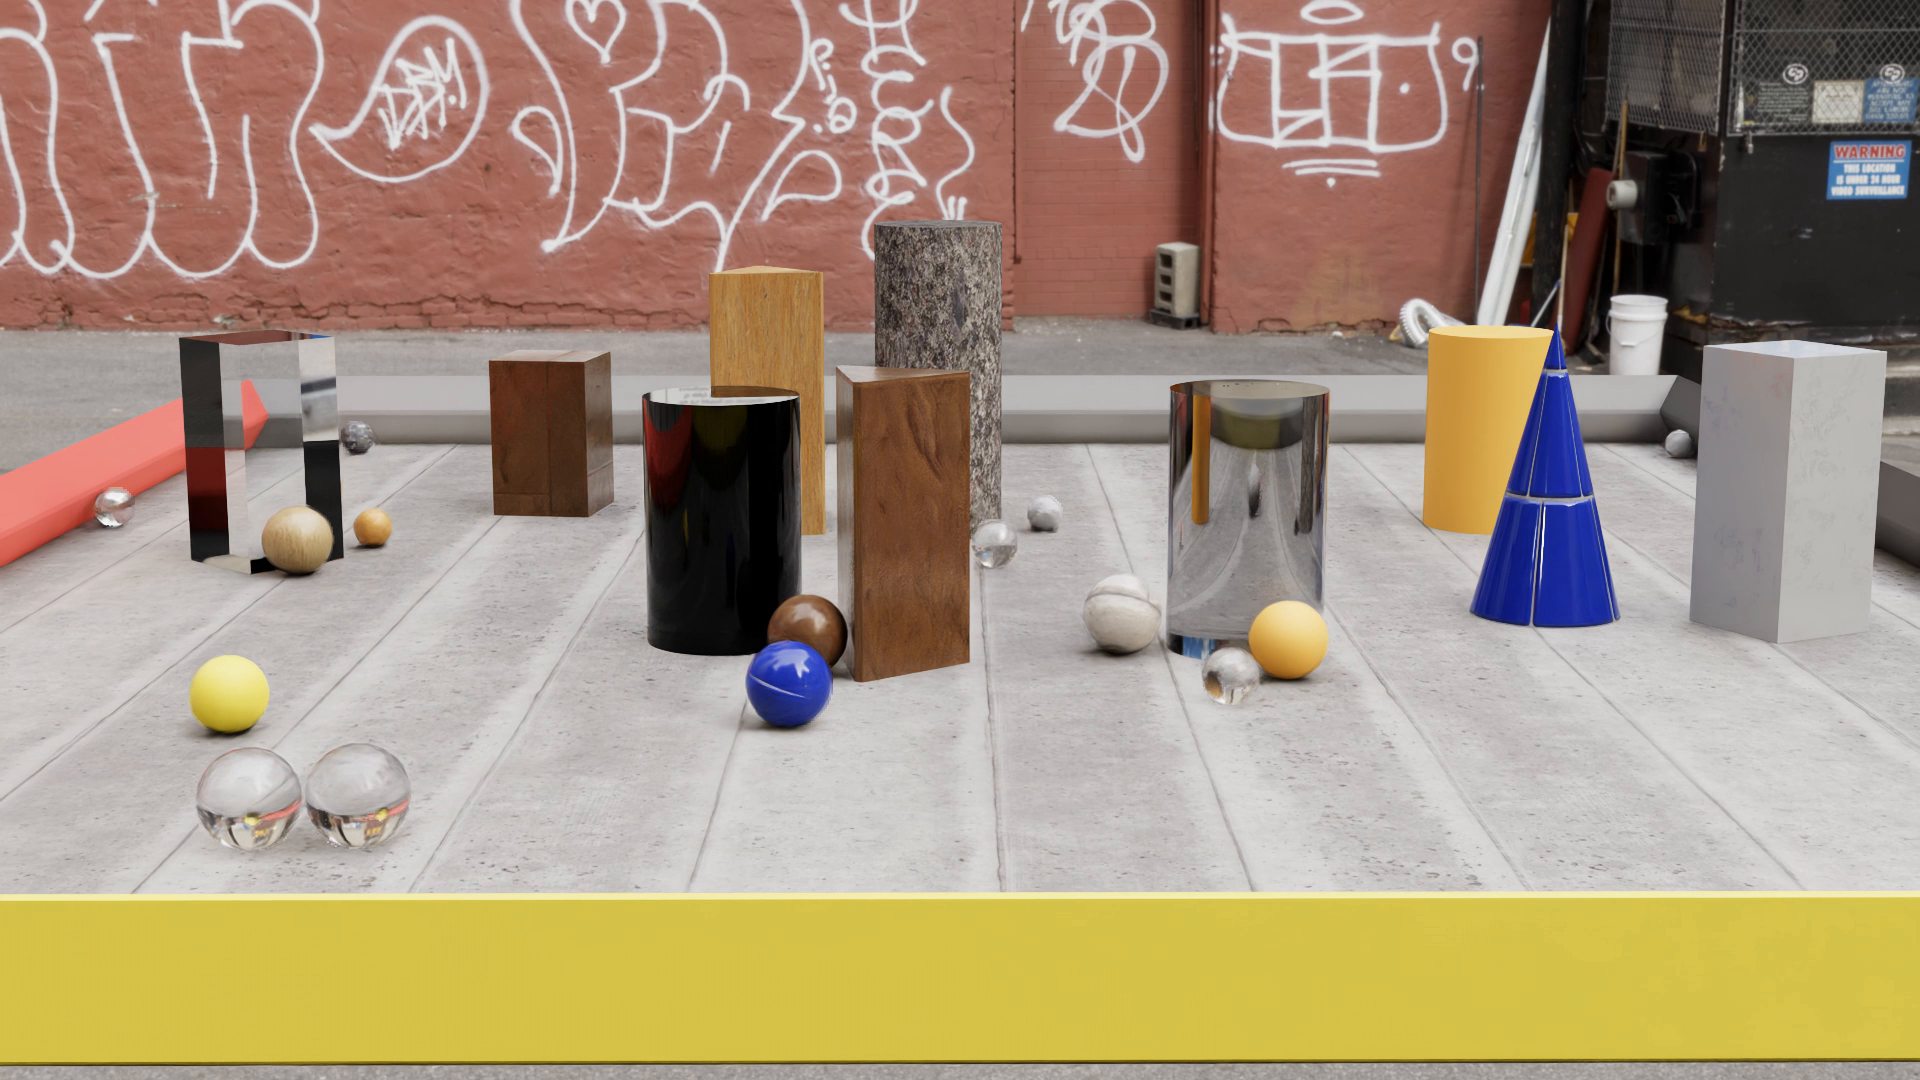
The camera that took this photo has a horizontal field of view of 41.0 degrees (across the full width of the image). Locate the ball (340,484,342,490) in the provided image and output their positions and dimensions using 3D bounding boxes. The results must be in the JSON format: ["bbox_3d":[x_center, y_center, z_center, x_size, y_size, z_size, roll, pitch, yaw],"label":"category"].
[{"bbox_3d":[-1.068,-0.088,4.292,0.064,0.064,0.064,0,10,0],"label":"ball"}]

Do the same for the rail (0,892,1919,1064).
[{"bbox_3d":[0.009,0.319,1.906,2.825,0.130,0.045,0,10,0],"label":"rail"}]

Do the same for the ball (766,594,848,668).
[{"bbox_3d":[-0.185,0.115,3.101,0.098,0.098,0.098,0,10,0],"label":"ball"}]

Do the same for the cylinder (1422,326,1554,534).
[{"bbox_3d":[0.847,-0.179,4.105,0.200,0.310,0.200,0,10,0],"label":"cylinder"}]

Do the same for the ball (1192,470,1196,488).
[{"bbox_3d":[0.424,-0.102,4.383,0.057,0.057,0.057,0,10,0],"label":"ball"}]

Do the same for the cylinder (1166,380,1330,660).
[{"bbox_3d":[0.362,-0.027,3.233,0.200,0.329,0.200,0,10,0],"label":"cylinder"}]

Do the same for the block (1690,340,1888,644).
[{"bbox_3d":[1.078,-0.067,3.347,0.160,0.366,0.160,-5,12,-27],"label":"block"}]

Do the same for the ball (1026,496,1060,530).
[{"bbox_3d":[0.133,-0.042,4.071,0.054,0.054,0.054,0,10,0],"label":"ball"}]

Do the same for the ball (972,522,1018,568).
[{"bbox_3d":[0.051,0.006,3.770,0.068,0.068,0.068,0,10,0],"label":"ball"}]

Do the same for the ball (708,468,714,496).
[{"bbox_3d":[-0.386,-0.097,4.313,0.075,0.075,0.075,0,10,0],"label":"ball"}]

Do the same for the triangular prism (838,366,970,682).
[{"bbox_3d":[-0.102,-0.028,3.147,0.173,0.361,0.150,-9,14,-39],"label":"triangular prism"}]

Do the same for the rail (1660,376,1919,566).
[{"bbox_3d":[1.389,0.032,3.457,0.045,0.130,3.185,0,10,0],"label":"rail"}]

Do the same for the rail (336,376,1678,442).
[{"bbox_3d":[-0.009,-0.252,4.991,2.825,0.130,0.045,0,10,0],"label":"rail"}]

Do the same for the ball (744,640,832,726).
[{"bbox_3d":[-0.192,0.160,2.862,0.096,0.096,0.096,0,10,0],"label":"ball"}]

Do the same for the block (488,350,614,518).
[{"bbox_3d":[-0.675,-0.179,4.255,0.160,0.255,0.160,1,11,8],"label":"block"}]

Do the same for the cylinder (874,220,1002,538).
[{"bbox_3d":[-0.034,-0.255,4.039,0.200,0.484,0.200,0,10,0],"label":"cylinder"}]

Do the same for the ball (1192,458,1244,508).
[{"bbox_3d":[0.430,-0.096,4.278,0.084,0.084,0.084,0,10,0],"label":"ball"}]

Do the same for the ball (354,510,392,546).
[{"bbox_3d":[-0.900,-0.018,3.932,0.057,0.057,0.057,0,10,0],"label":"ball"}]

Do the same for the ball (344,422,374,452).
[{"bbox_3d":[-1.145,-0.195,4.887,0.058,0.058,0.058,0,10,0],"label":"ball"}]

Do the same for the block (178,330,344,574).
[{"bbox_3d":[-1.034,-0.134,3.802,0.160,0.333,0.160,9,14,41],"label":"block"}]

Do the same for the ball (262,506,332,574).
[{"bbox_3d":[-0.960,0.000,3.714,0.100,0.100,0.100,0,10,0],"label":"ball"}]

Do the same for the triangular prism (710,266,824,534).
[{"bbox_3d":[-0.309,-0.223,4.064,0.173,0.411,0.150,-2,11,-8],"label":"triangular prism"}]

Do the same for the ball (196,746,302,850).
[{"bbox_3d":[-0.668,0.243,2.409,0.097,0.097,0.097,0,10,0],"label":"ball"}]

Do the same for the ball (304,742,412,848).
[{"bbox_3d":[-0.567,0.240,2.419,0.099,0.099,0.099,0,10,0],"label":"ball"}]

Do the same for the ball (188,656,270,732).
[{"bbox_3d":[-0.807,0.170,2.835,0.086,0.086,0.086,0,10,0],"label":"ball"}]

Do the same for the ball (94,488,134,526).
[{"bbox_3d":[-1.353,-0.052,4.103,0.061,0.061,0.061,0,10,0],"label":"ball"}]

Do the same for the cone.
[{"bbox_3d":[0.788,-0.095,3.421,0.200,0.394,0.200,0,10,0],"label":"cone"}]

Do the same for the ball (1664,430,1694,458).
[{"bbox_3d":[1.350,-0.180,4.816,0.054,0.054,0.054,0,10,0],"label":"ball"}]

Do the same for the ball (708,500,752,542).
[{"bbox_3d":[-0.356,-0.030,3.976,0.065,0.065,0.065,0,10,0],"label":"ball"}]

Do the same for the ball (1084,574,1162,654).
[{"bbox_3d":[0.204,0.093,3.218,0.099,0.099,0.099,0,10,0],"label":"ball"}]

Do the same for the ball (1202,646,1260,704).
[{"bbox_3d":[0.313,0.157,2.959,0.067,0.067,0.067,0,10,0],"label":"ball"}]

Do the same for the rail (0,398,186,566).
[{"bbox_3d":[-1.389,0.035,3.441,0.045,0.130,3.185,0,10,0],"label":"rail"}]

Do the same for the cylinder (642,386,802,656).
[{"bbox_3d":[-0.302,-0.028,3.276,0.200,0.315,0.200,0,10,0],"label":"cylinder"}]

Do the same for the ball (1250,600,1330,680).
[{"bbox_3d":[0.396,0.120,3.083,0.094,0.094,0.094,0,10,0],"label":"ball"}]
